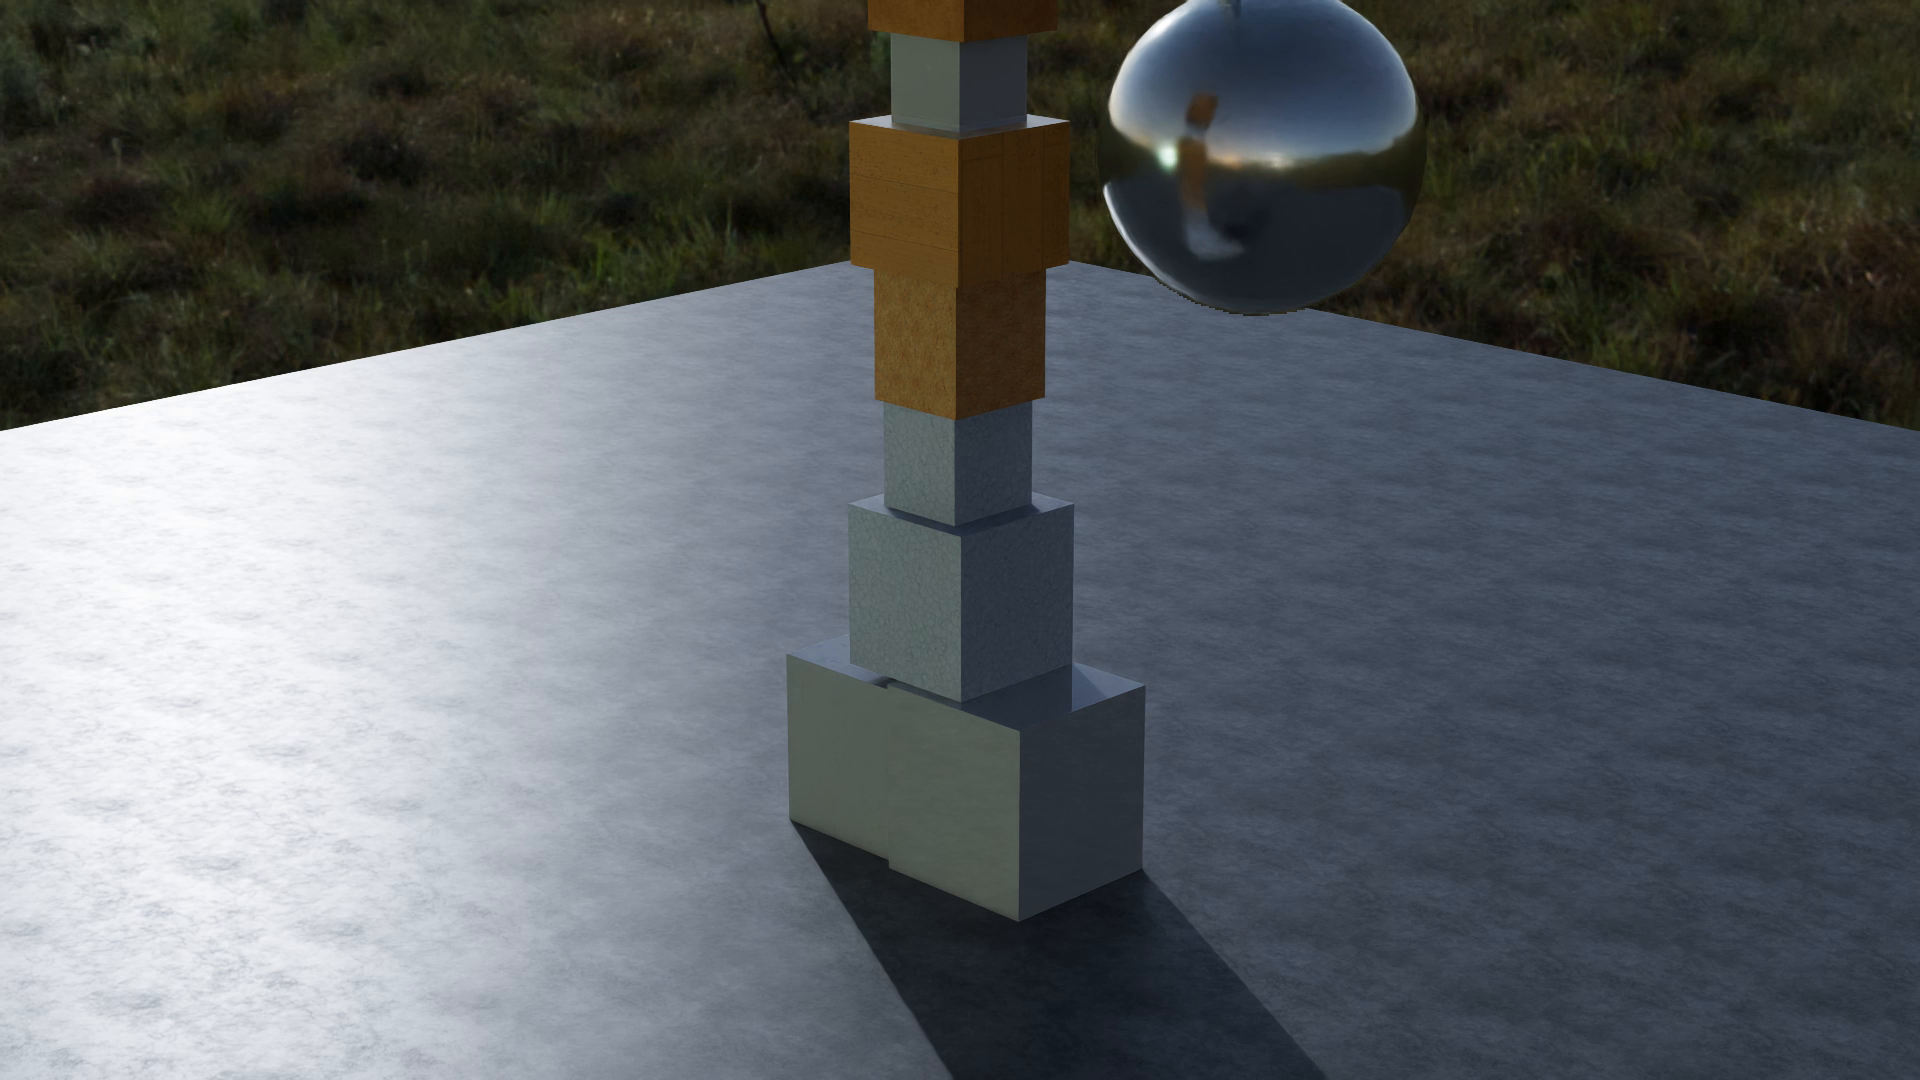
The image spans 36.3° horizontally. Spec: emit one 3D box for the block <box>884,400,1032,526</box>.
[{"bbox_3d":[-0.009,-0.397,13.208,0.494,0.494,0.451,-17,24,-42],"label":"block"}]

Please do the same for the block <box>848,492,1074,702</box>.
[{"bbox_3d":[0.005,0.201,13.410,0.726,0.770,0.724,-17,24,-42],"label":"block"}]

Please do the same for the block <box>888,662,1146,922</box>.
[{"bbox_3d":[0.256,1.084,13.390,0.821,0.902,0.831,-17,24,-42],"label":"block"}]

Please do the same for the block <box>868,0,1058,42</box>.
[{"bbox_3d":[0.012,-2.507,12.566,0.570,0.635,0.584,-17,24,-42],"label":"block"}]

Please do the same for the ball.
[{"bbox_3d":[1.467,-1.904,14.281,1.600,1.600,1.600,0,17,0],"label":"ball"}]

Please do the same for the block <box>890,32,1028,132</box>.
[{"bbox_3d":[-0.004,-2.011,12.706,0.416,0.394,0.420,-17,24,-42],"label":"block"}]

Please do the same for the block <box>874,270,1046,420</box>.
[{"bbox_3d":[0.000,-0.927,13.051,0.565,0.612,0.512,-17,24,-42],"label":"block"}]

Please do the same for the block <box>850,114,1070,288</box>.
[{"bbox_3d":[-0.001,-1.521,12.862,0.690,0.634,0.672,-17,24,-42],"label":"block"}]

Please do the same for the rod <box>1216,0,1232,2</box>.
[{"bbox_3d":[0.636,-4.698,12.531,0.080,5.200,0.080,17,44,42],"label":"rod"}]

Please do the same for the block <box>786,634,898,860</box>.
[{"bbox_3d":[-0.287,0.936,13.958,0.760,0.844,0.745,-17,24,-42],"label":"block"}]
